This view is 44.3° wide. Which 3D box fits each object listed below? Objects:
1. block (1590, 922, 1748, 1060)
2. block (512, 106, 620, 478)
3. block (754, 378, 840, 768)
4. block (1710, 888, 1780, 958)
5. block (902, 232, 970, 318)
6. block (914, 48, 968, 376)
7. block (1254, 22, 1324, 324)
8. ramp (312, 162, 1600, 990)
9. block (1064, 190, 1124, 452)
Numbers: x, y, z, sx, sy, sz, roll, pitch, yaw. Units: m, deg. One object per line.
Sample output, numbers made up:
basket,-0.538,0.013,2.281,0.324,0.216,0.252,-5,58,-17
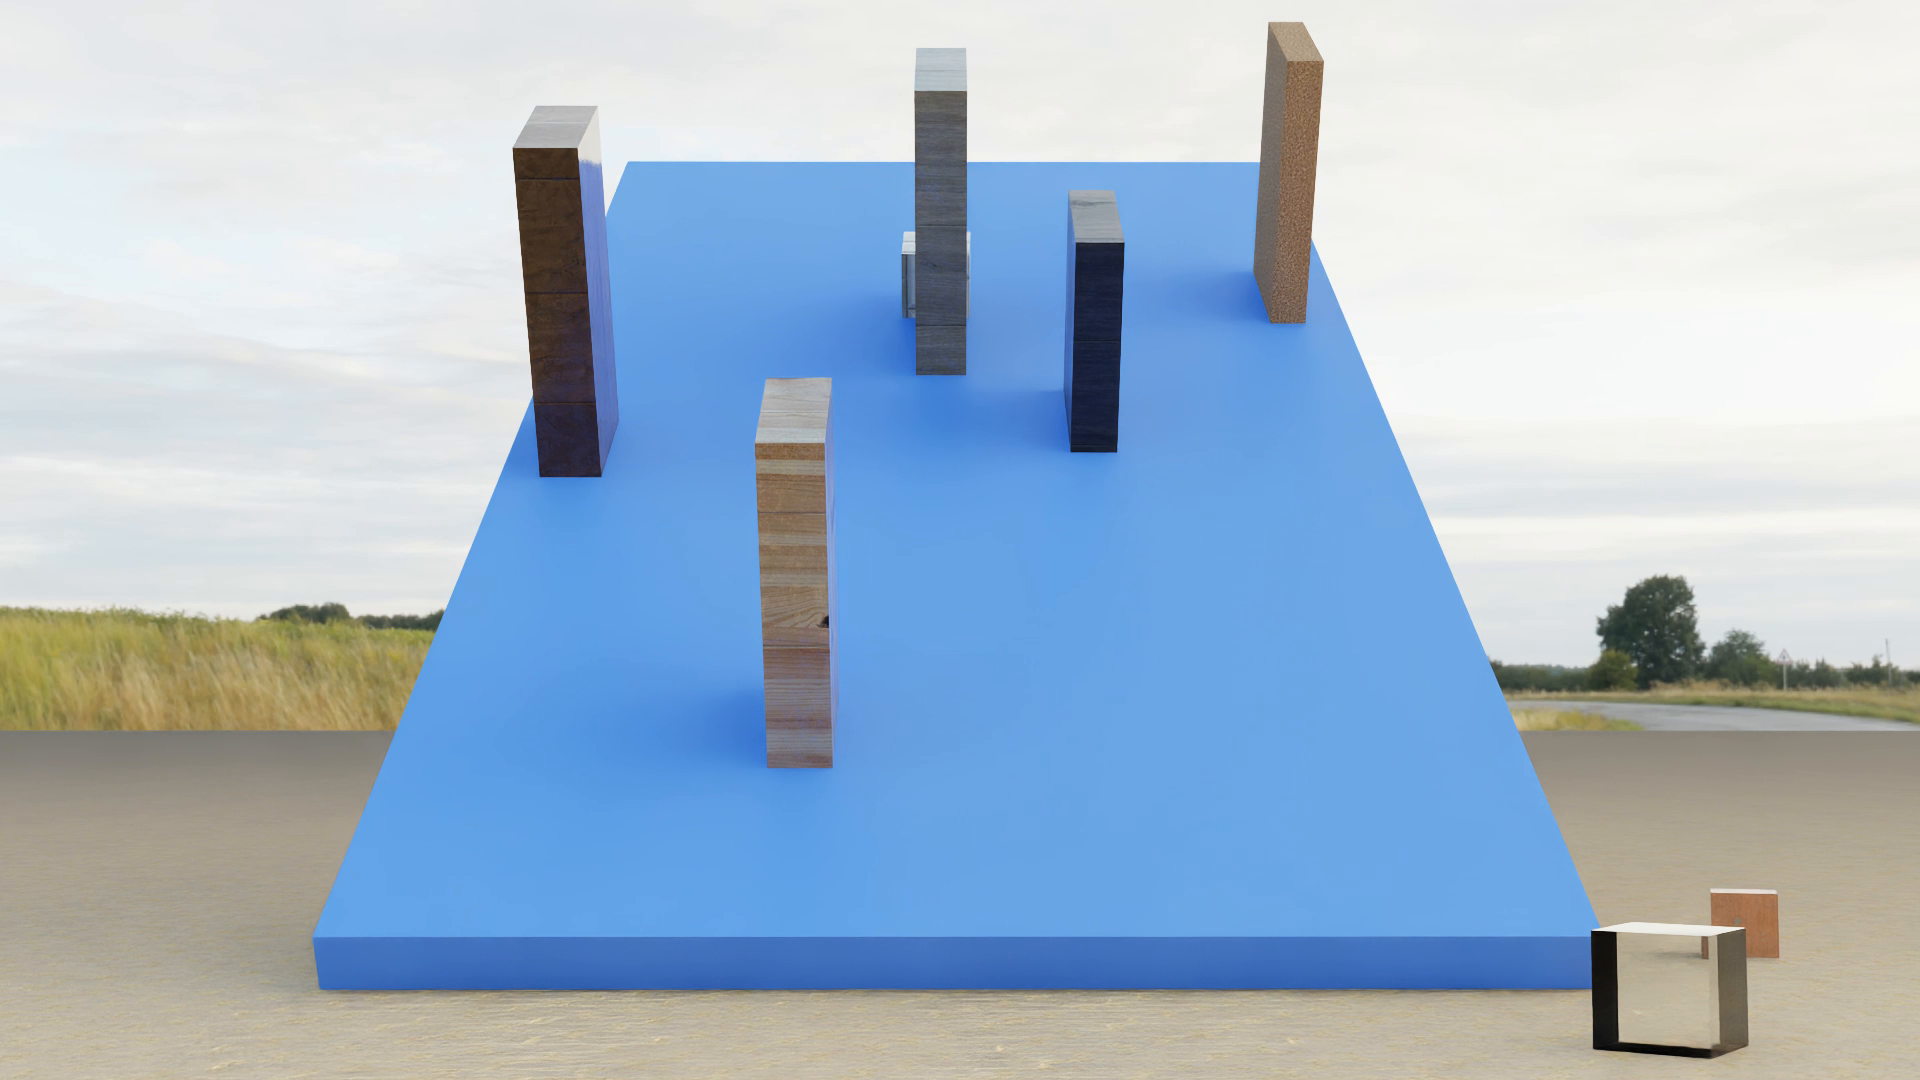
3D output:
block,0.914,0.577,3.038,0.151,0.151,0.151,-3,-5,35
block,-0.852,-0.540,5.144,0.135,0.743,0.312,0,26,0
block,-0.277,0.058,4.083,0.113,0.616,0.278,0,26,0
block,1.417,0.691,4.265,0.113,0.113,0.113,-1,-5,17
block,-0.060,-0.683,6.082,0.172,0.172,0.172,1,26,1
block,-0.046,-0.796,5.716,0.121,0.700,0.381,0,26,0
block,0.836,-0.941,6.039,0.089,0.678,0.385,0,26,0
ramp,-0.010,-0.228,5.470,2.000,0.100,4.000,0,26,0
block,0.300,-0.499,5.347,0.105,0.495,0.364,0,26,0
